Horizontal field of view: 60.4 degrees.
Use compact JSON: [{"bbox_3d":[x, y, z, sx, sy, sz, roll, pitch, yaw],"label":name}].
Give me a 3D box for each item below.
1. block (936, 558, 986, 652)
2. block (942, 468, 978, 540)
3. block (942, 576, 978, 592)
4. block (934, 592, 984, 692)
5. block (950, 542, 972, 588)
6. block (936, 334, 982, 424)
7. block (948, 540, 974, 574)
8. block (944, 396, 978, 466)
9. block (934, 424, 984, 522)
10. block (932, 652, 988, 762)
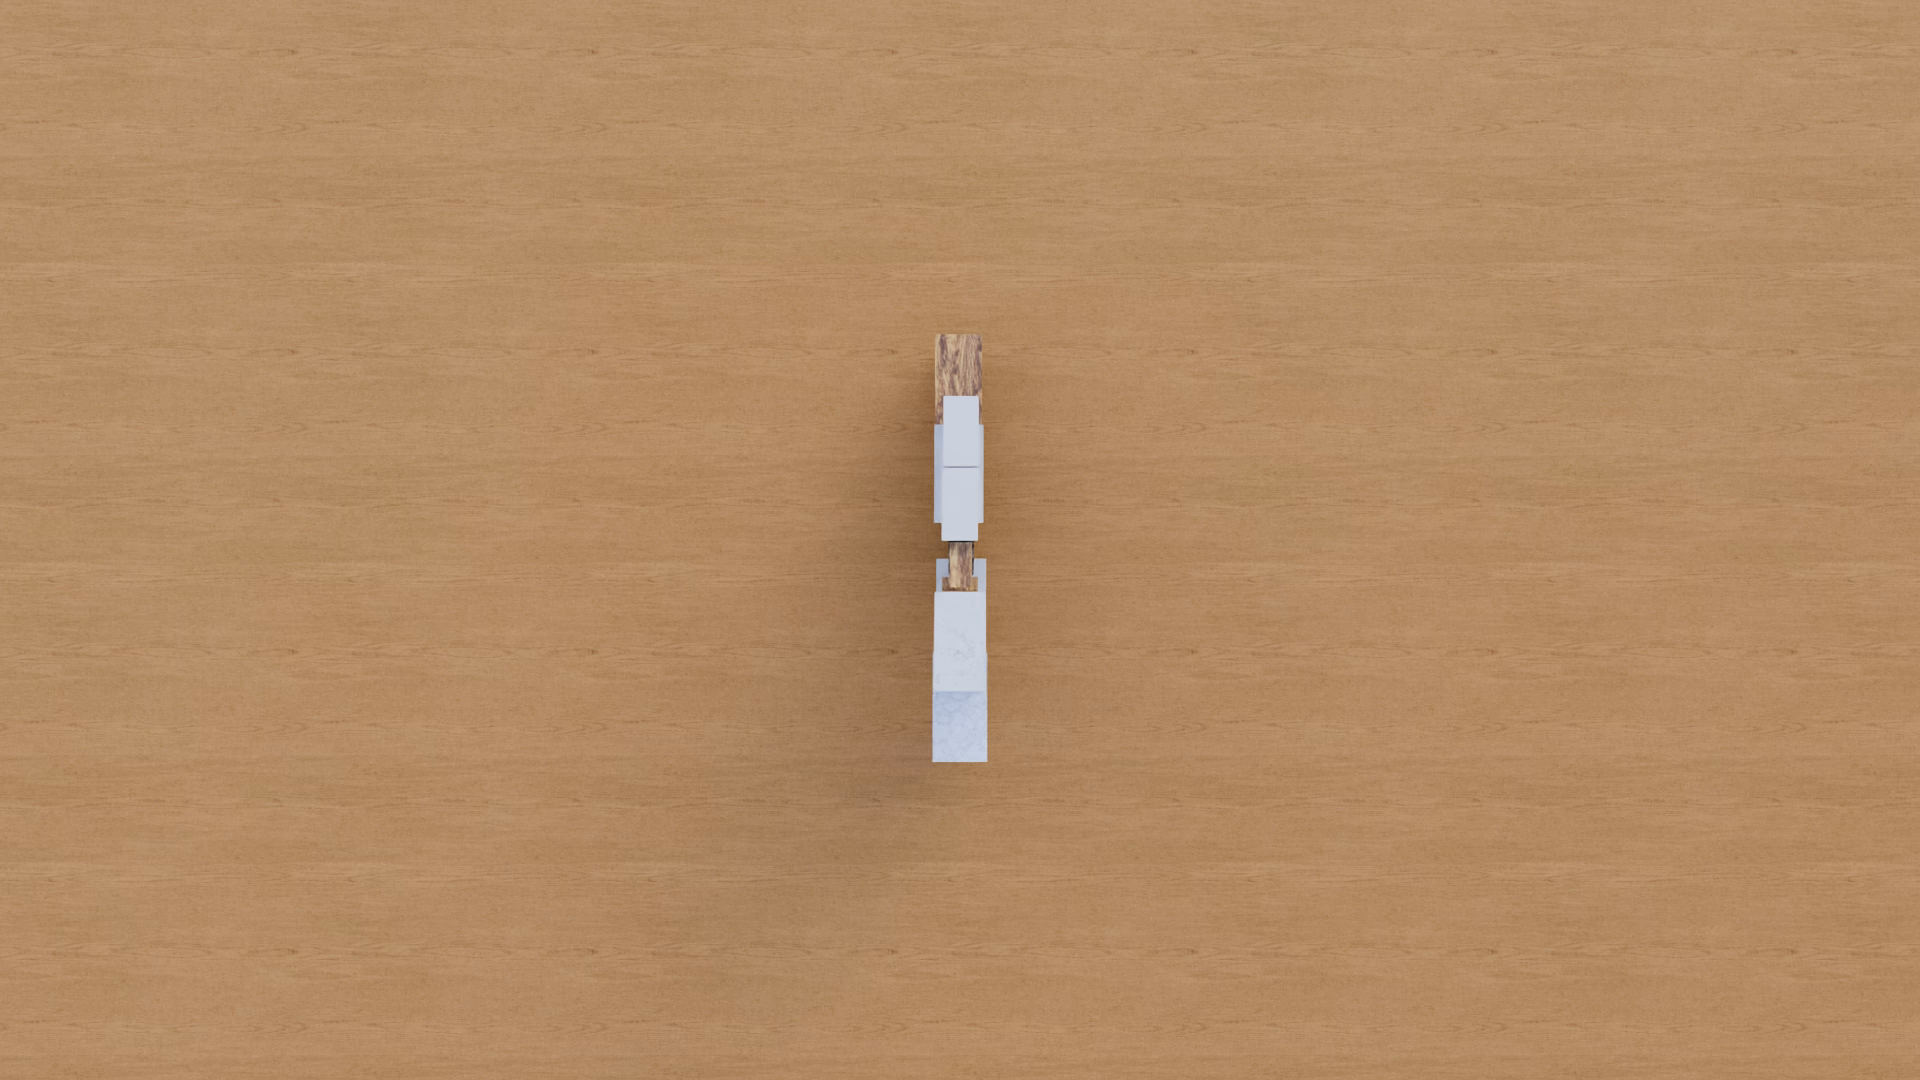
[{"bbox_3d":[0.004,0.213,5.167,0.155,0.044,0.310,0,90,0],"label":"block"},{"bbox_3d":[0.000,-0.102,4.720,0.103,0.029,0.207,0,90,0],"label":"block"},{"bbox_3d":[0.000,0.217,4.917,0.107,0.030,0.213,0,90,0],"label":"block"},{"bbox_3d":[-0.003,0.276,4.496,0.135,0.038,0.270,1,90,0],"label":"block"},{"bbox_3d":[0.002,0.071,4.763,0.065,0.018,0.130,0,90,0],"label":"block"},{"bbox_3d":[-0.004,-0.497,5.186,0.147,0.042,0.293,0,90,0],"label":"block"},{"bbox_3d":[0.004,0.029,4.983,0.076,0.022,0.152,0,90,0],"label":"block"},{"bbox_3d":[0.003,-0.311,4.727,0.100,0.028,0.201,0,90,0],"label":"block"},{"bbox_3d":[-0.003,-0.199,4.963,0.147,0.042,0.293,0,90,0],"label":"block"},{"bbox_3d":[0.000,0.486,4.807,0.158,0.045,0.316,0,90,0],"label":"block"}]
